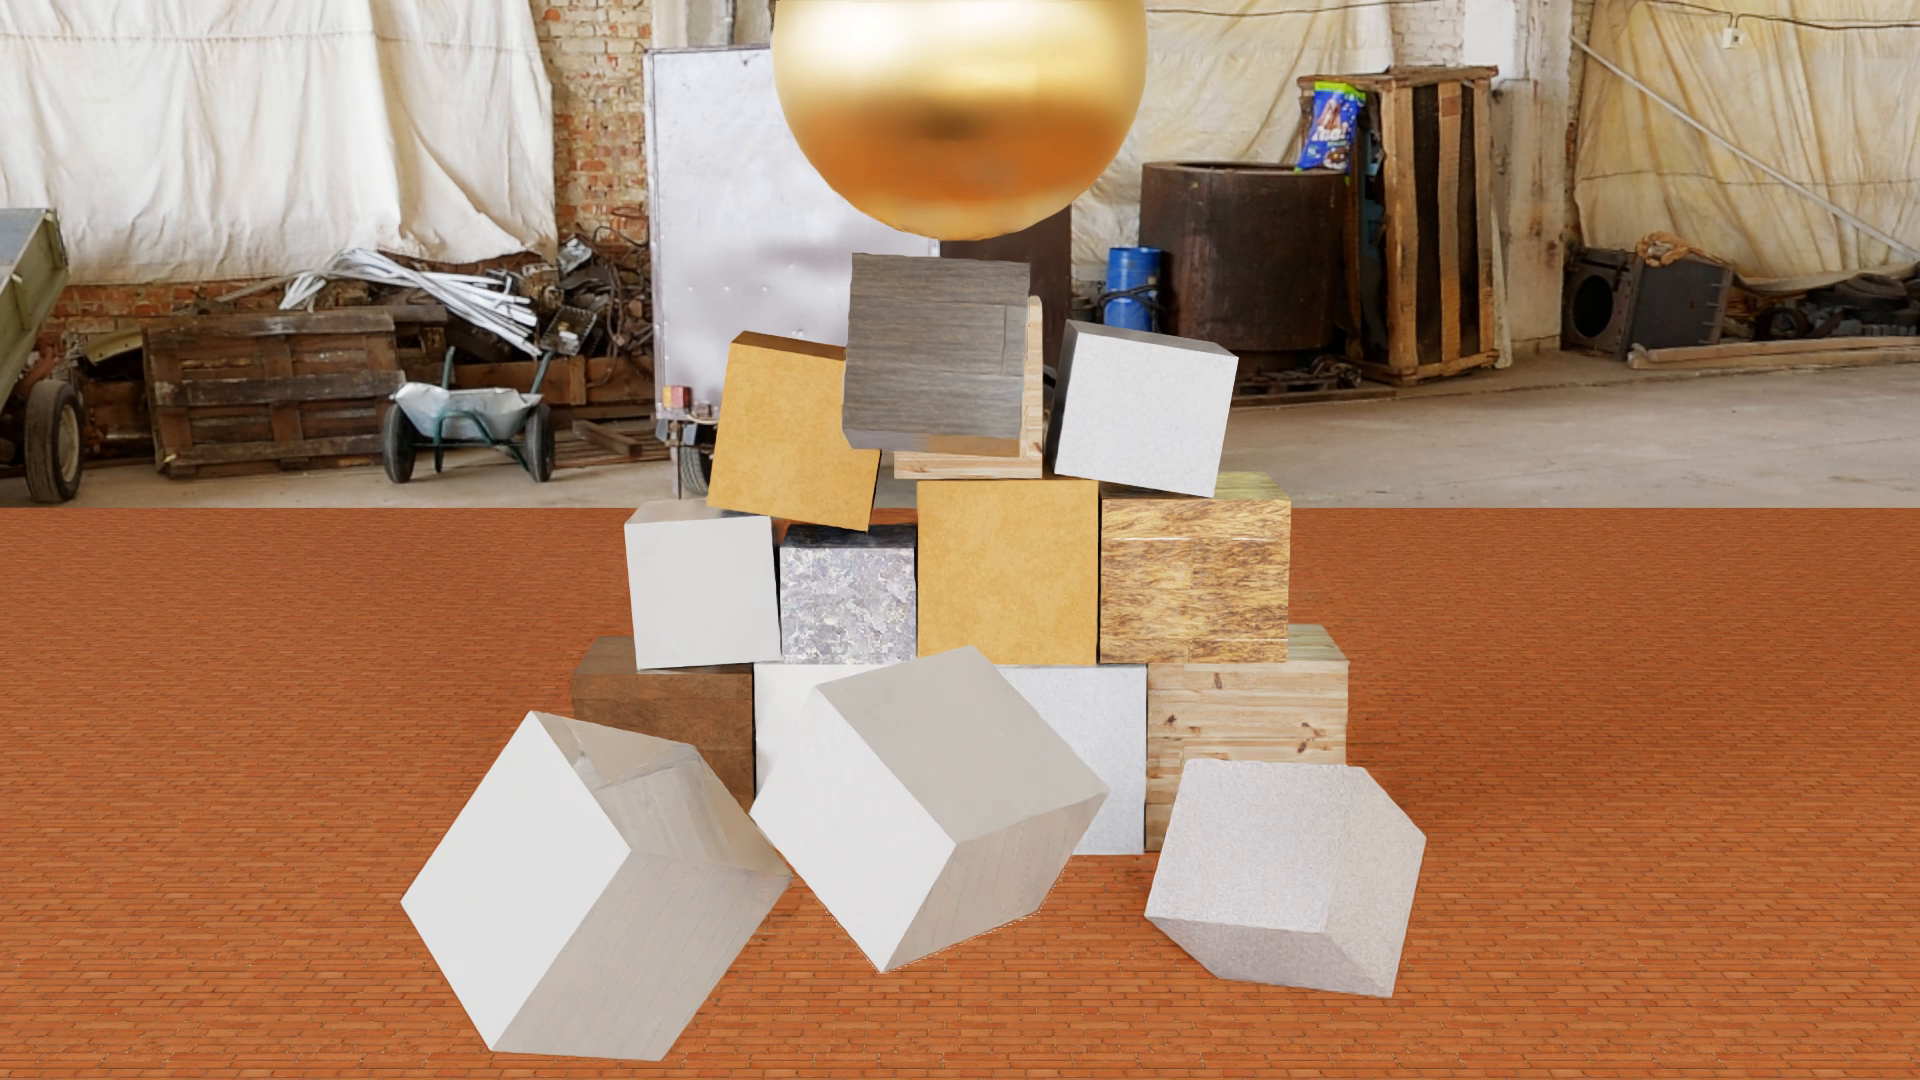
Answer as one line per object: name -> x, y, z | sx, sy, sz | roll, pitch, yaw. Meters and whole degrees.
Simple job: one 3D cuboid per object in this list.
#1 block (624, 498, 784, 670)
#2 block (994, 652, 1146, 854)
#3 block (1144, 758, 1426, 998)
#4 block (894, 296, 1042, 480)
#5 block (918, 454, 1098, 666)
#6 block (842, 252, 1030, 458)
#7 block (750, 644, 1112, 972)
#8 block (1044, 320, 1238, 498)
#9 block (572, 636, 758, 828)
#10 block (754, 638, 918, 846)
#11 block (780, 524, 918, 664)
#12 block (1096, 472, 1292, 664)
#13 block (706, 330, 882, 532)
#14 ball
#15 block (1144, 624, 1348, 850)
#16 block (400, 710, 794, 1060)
block -> -1.272, 0.199, 11.236 | 0.722, 0.734, 0.695 | -4, 10, 1
block -> 0.402, 1.008, 11.351 | 1.026, 0.956, 1.000 | 0, 10, 0
block -> 1.341, 1.375, 9.008 | 0.801, 0.703, 0.675 | -1, -31, 37
block -> 0.041, -0.773, 10.977 | 0.721, 0.839, 0.709 | 0, 10, 0
block -> 0.231, 0.085, 11.190 | 0.880, 0.919, 0.911 | 0, 10, 0
block -> -0.079, -0.661, 7.998 | 0.627, 0.626, 0.555 | 3, -4, 1
block -> -0.107, 0.906, 7.604 | 0.794, 0.618, 0.762 | -11, 48, -47
block -> 0.889, -0.671, 11.012 | 0.783, 0.692, 0.768 | 9, 10, -3
block -> -1.475, 1.033, 11.357 | 0.889, 0.905, 0.825 | 0, 10, 0
block -> -0.568, 1.010, 11.381 | 0.905, 0.942, 0.781 | 0, 10, 0
block -> -0.555, 0.265, 11.209 | 0.662, 0.585, 0.697 | 0, 10, 0
block -> 1.147, 0.123, 11.190 | 0.918, 0.816, 0.913 | 0, 10, 0
block -> -0.785, -0.561, 11.082 | 0.801, 0.812, 0.690 | 9, 10, -2
ball -> 0.000, -2.077, 9.340 | 1.600, 1.600, 1.600 | 0, 10, 0
block -> 1.425, 0.999, 11.363 | 0.990, 0.969, 0.862 | 0, 10, 0
block -> -1.370, 1.319, 8.309 | 0.859, 0.937, 0.796 | 20, 20, -50
